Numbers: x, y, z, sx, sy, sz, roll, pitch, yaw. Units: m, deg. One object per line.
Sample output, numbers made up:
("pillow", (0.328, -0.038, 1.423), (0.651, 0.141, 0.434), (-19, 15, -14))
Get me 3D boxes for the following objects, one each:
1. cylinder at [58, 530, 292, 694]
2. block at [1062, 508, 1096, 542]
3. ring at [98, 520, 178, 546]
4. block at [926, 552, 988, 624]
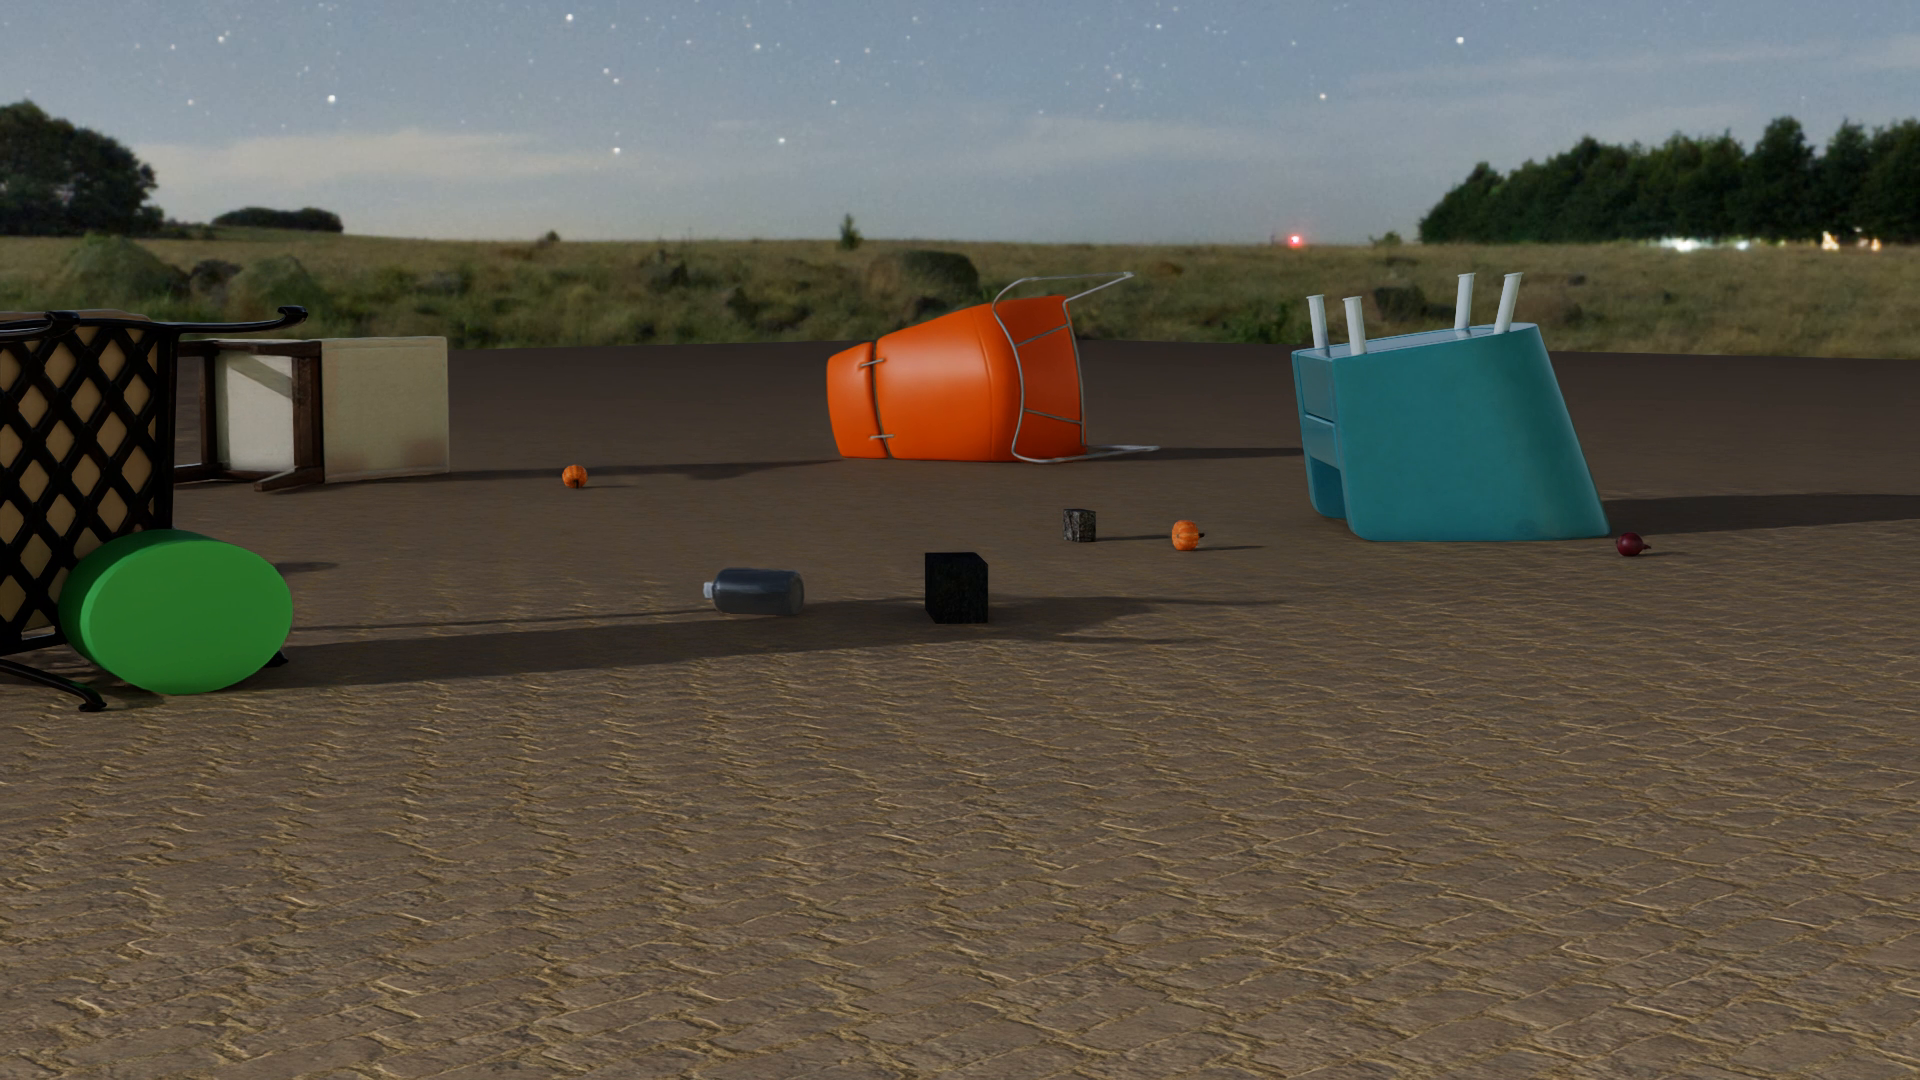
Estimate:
("cylinder", (-1.265, 0.113, 4.134), (0.318, 0.243, 0.222), (-7, 9, -31))
("block", (0.297, -0.036, 6.390), (0.047, 0.076, 0.086), (-3, 6, -25))
("ring", (-1.805, 0.023, 5.647), (0.159, 0.114, 0.295), (-1, 7, 4))
("block", (-0.008, 0.092, 4.974), (0.100, 0.113, 0.218), (-1, 6, -6))
